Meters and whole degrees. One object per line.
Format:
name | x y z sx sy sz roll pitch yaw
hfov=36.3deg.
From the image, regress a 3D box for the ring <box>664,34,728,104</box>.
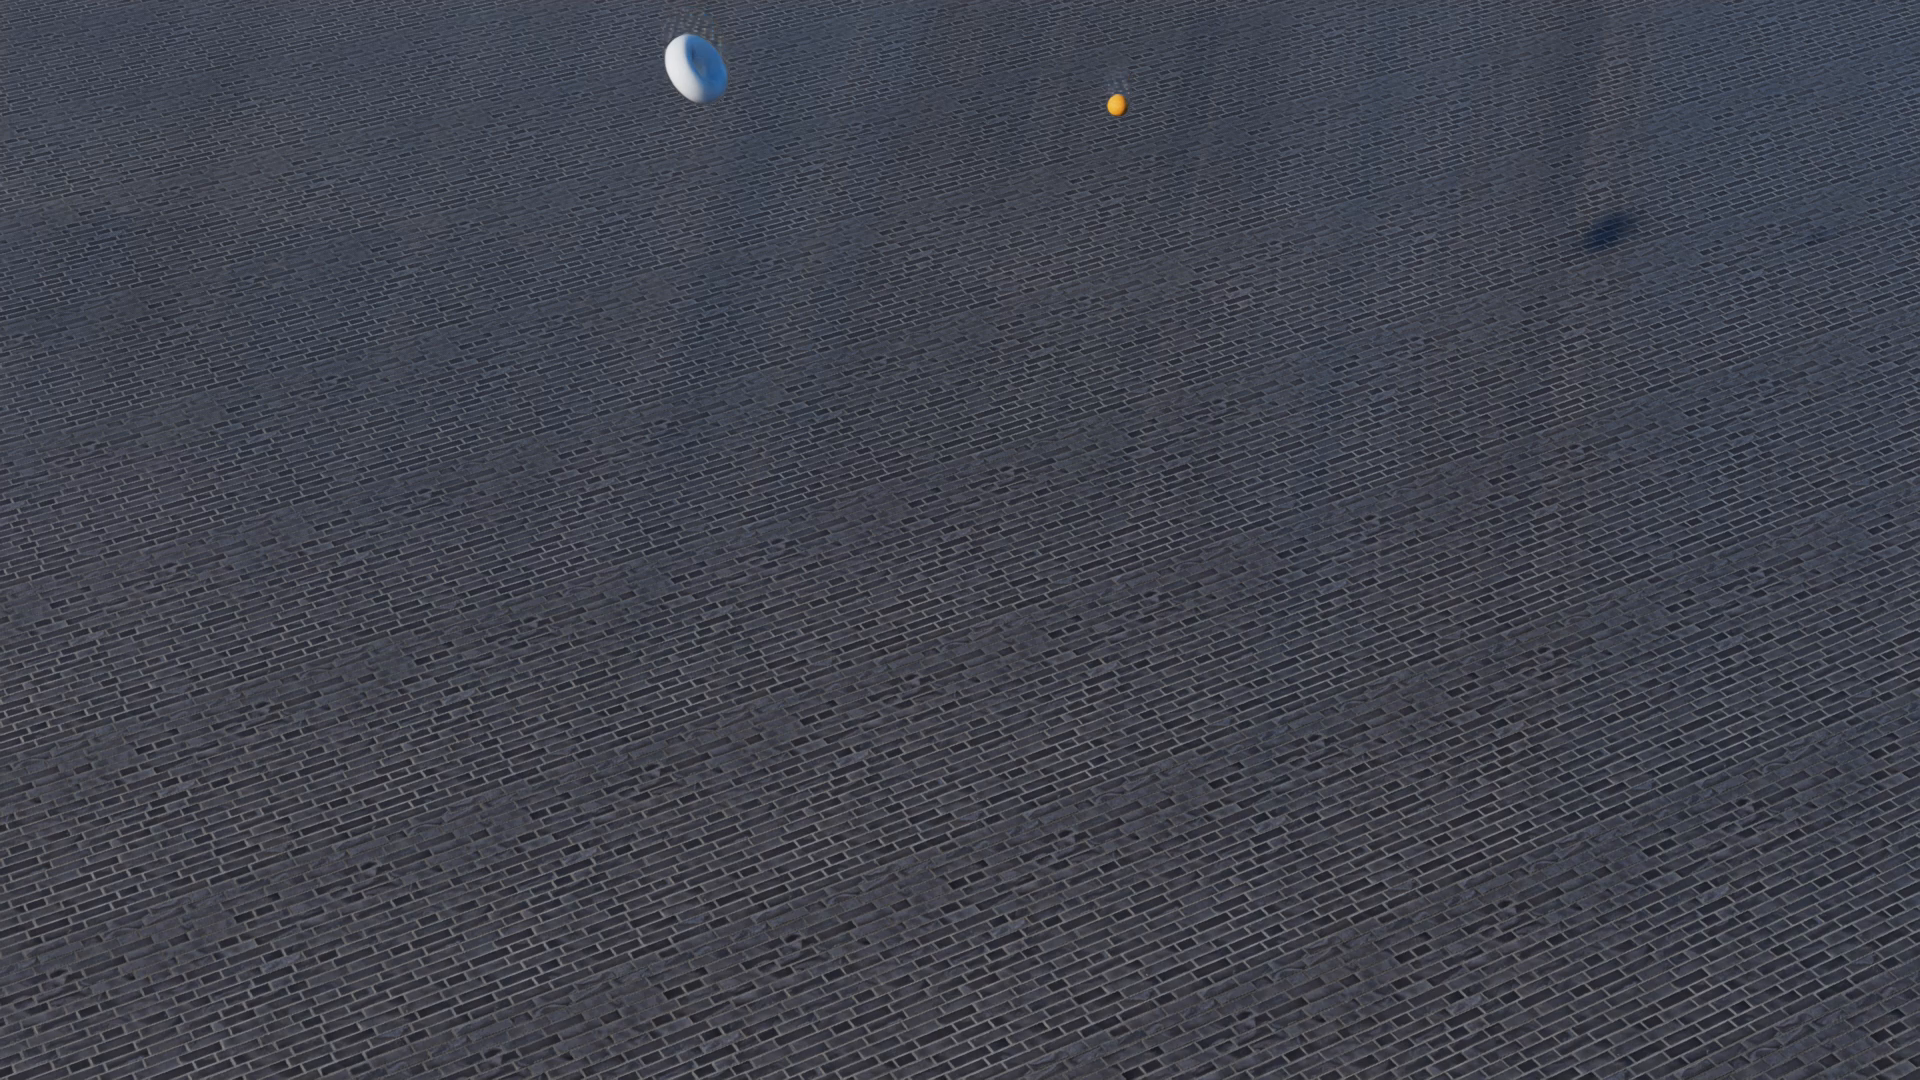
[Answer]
ring | -0.832 -1.487 9.259 0.090 0.231 0.253 -25 -3 31
